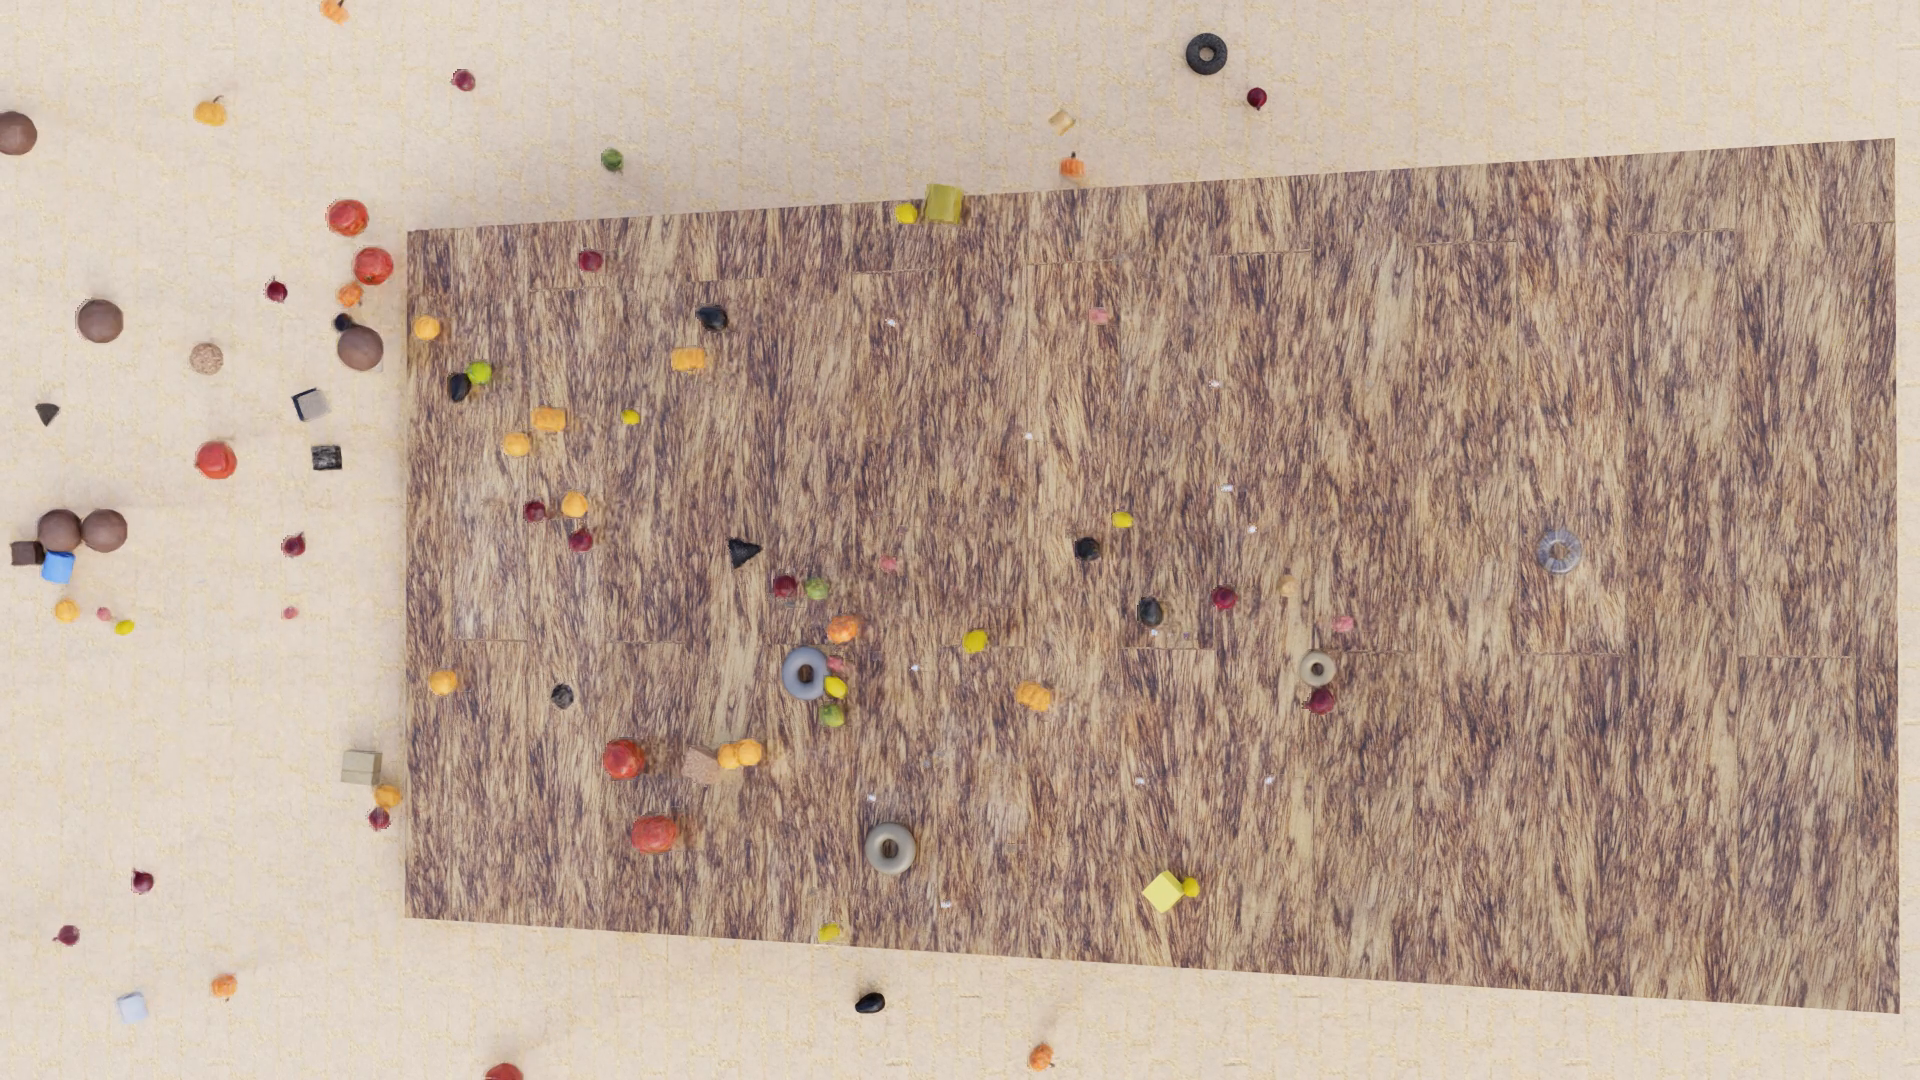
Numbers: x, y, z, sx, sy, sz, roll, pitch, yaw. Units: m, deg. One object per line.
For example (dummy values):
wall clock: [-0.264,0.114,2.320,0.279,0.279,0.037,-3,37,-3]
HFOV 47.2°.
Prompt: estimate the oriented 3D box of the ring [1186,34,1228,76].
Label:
ring: [0.729,-1.435,6.497,0.125,0.042,0.125,0,90,1]

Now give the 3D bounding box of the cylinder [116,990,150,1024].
cylinder: [-2.419,1.367,6.431,0.073,0.073,0.073,-16,97,0]

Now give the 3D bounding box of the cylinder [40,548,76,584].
cylinder: [-2.645,0.077,6.451,0.080,0.080,0.080,18,99,0]

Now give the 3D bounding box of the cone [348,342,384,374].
cone: [-1.753,-0.524,6.435,0.094,0.094,0.094,14,111,40]

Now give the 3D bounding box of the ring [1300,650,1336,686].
ring: [0.888,0.320,5.462,0.090,0.030,0.090,-1,88,21]

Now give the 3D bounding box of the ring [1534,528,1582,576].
ring: [1.432,0.028,5.262,0.112,0.037,0.112,-1,88,20]

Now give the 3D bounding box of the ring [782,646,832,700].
ring: [-0.414,0.360,5.932,0.146,0.049,0.146,-1,88,20]

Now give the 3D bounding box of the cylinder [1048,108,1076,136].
cylinder: [0.269,-1.107,5.822,0.055,0.055,0.055,-40,89,11]

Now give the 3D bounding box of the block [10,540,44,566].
block: [-2.740,0.039,6.463,0.069,0.069,0.069,-5,89,0]

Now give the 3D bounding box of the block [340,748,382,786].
block: [-1.753,0.665,6.444,0.090,0.090,0.090,6,89,0]

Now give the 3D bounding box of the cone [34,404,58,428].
cone: [-2.696,-0.360,6.488,0.066,0.066,0.066,17,116,0]

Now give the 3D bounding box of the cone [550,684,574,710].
cone: [-1.135,0.443,6.185,0.070,0.070,0.070,0,89,20]

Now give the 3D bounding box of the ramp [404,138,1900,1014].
ramp: [0.281,0.089,5.758,4.000,0.100,2.000,0,89,20]

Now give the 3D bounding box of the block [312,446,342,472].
block: [-1.862,-0.240,6.468,0.068,0.068,0.068,-4,89,0]

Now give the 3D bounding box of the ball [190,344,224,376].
ball: [-2.212,-0.531,6.458,0.094,0.094,0.094,0,89,0]

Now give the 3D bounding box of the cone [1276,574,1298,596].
cone: [0.810,0.115,5.480,0.056,0.056,0.056,0,89,20]

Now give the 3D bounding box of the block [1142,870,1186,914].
block: [0.518,0.890,5.569,0.071,0.071,0.071,46,104,15]

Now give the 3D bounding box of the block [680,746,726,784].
block: [-0.703,0.616,6.020,0.076,0.076,0.076,24,97,19]

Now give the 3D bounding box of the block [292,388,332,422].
block: [-1.905,-0.397,6.465,0.077,0.077,0.077,-21,89,0]

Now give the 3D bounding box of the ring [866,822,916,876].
ring: [-0.185,0.819,5.842,0.143,0.048,0.143,0,90,20]
